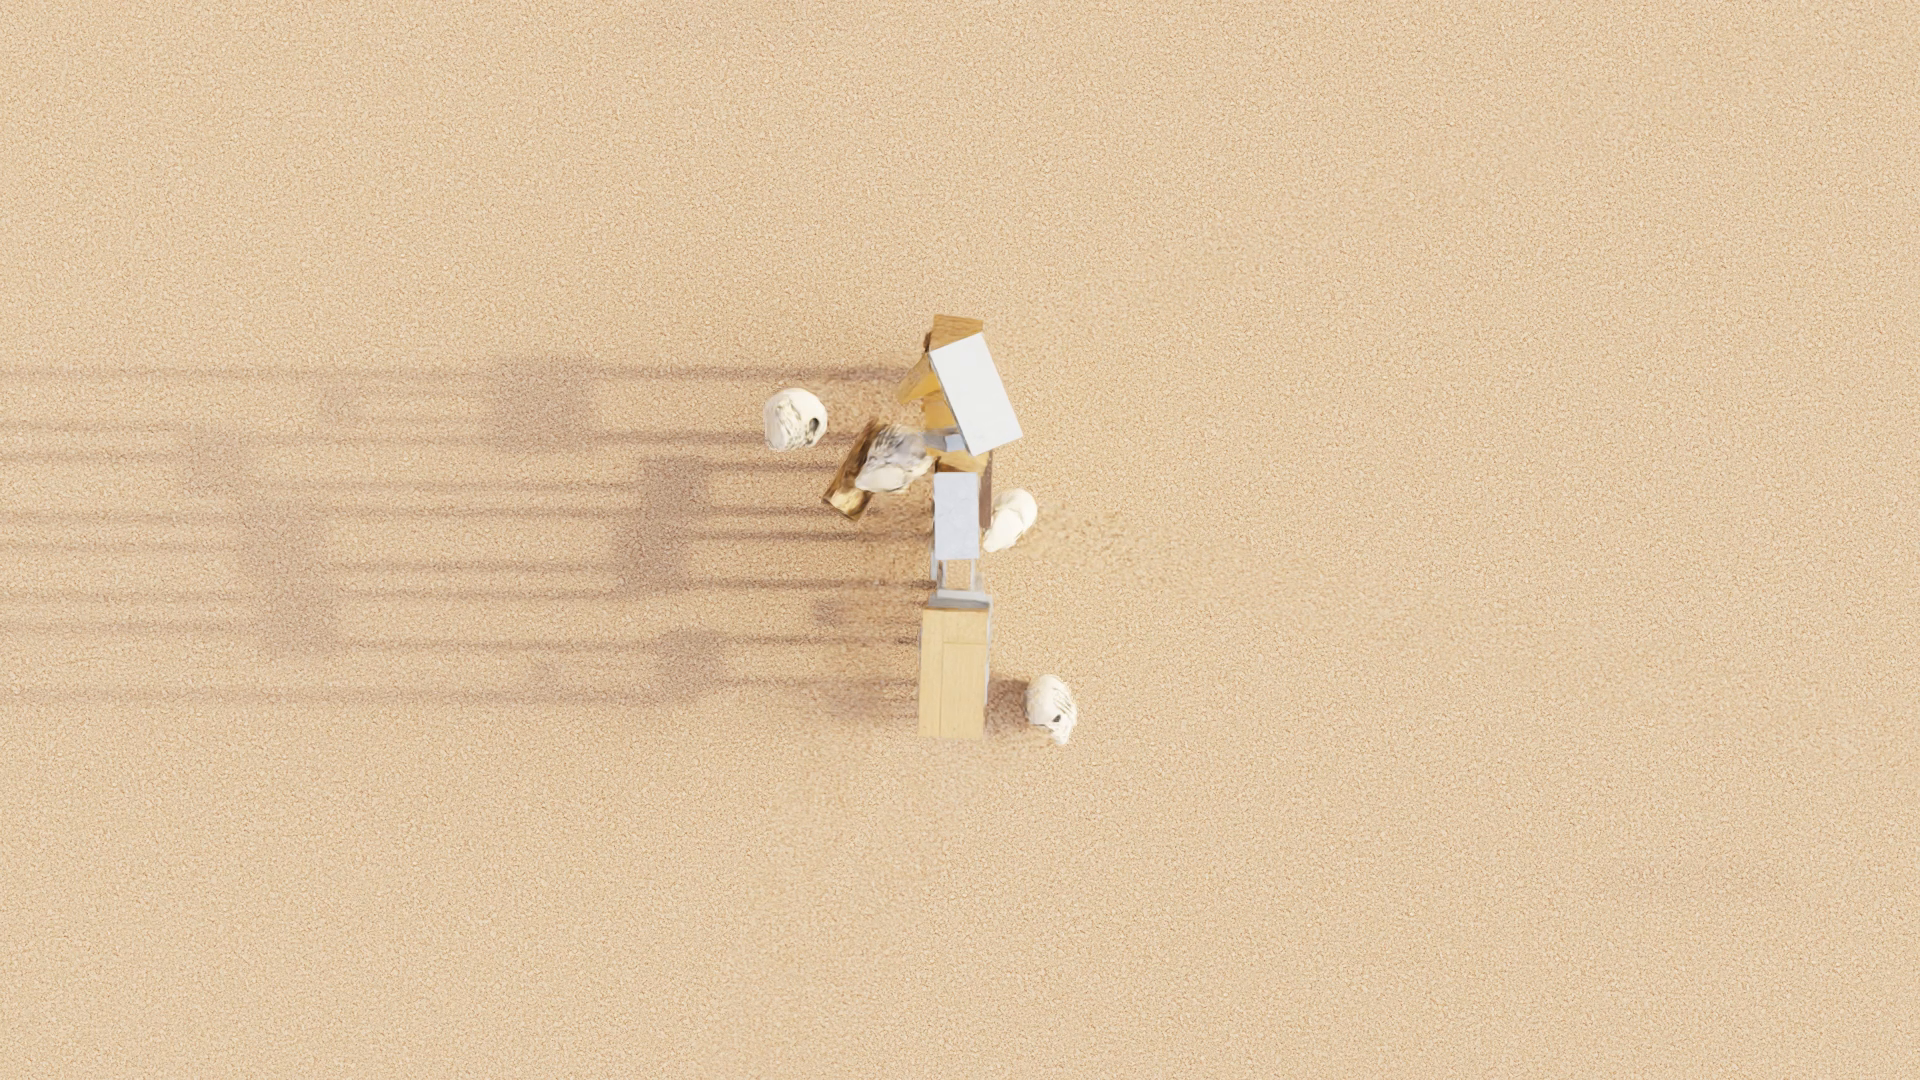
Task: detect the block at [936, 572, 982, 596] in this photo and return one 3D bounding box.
[{"bbox_3d":[0.000,0.138,4.462,0.120,0.329,0.034,3,101,0],"label":"block"}]

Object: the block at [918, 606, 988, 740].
[{"bbox_3d":[-0.016,0.318,3.952,0.154,0.044,0.309,3,99,1],"label":"block"}]

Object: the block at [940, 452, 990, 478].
[{"bbox_3d":[0.018,-0.241,4.396,0.117,0.234,0.033,21,112,-3],"label":"block"}]

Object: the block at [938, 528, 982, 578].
[{"bbox_3d":[0.001,0.056,4.640,0.124,0.035,0.248,1,94,0],"label":"block"}]

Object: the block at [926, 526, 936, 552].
[{"bbox_3d":[-0.024,-0.001,4.779,0.124,0.247,0.035,10,76,-3],"label":"block"}]

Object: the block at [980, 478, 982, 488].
[{"bbox_3d":[0.013,-0.159,4.426,0.081,0.161,0.023,0,96,-3],"label":"block"}]

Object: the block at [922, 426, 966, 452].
[{"bbox_3d":[0.001,-0.258,4.110,0.135,0.270,0.038,-11,99,-12],"label":"block"}]

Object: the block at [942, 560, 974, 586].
[{"bbox_3d":[-0.002,0.037,4.437,0.084,0.024,0.168,3,96,0],"label":"block"}]

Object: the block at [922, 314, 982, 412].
[{"bbox_3d":[-0.022,-0.482,4.571,0.135,0.038,0.270,7,88,3],"label":"block"}]

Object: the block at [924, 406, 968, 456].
[{"bbox_3d":[-0.033,-0.290,4.342,0.117,0.234,0.033,-4,120,0],"label":"block"}]

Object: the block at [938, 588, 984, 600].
[{"bbox_3d":[-0.004,0.247,4.295,0.120,0.034,0.239,4,99,0],"label":"block"}]

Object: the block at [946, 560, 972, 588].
[{"bbox_3d":[-0.003,0.061,4.289,0.064,0.018,0.128,2,97,0],"label":"block"}]

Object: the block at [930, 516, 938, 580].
[{"bbox_3d":[-0.015,-0.013,4.932,0.135,0.038,0.271,2,91,0],"label":"block"}]

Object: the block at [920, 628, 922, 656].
[{"bbox_3d":[-0.020,0.414,4.947,0.171,0.669,0.048,0,65,2],"label":"block"}]

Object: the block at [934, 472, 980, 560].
[{"bbox_3d":[-0.008,-0.059,4.081,0.107,0.030,0.213,-1,88,3],"label":"block"}]

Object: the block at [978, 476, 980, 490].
[{"bbox_3d":[-0.006,-0.141,4.207,0.107,0.213,0.030,1,96,3],"label":"block"}]

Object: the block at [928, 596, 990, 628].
[{"bbox_3d":[-0.004,0.188,4.111,0.154,0.309,0.044,5,96,1],"label":"block"}]

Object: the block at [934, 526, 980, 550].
[{"bbox_3d":[-0.005,-0.006,4.203,0.107,0.213,0.030,3,100,2],"label":"block"}]

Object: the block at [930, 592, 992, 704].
[{"bbox_3d":[-0.002,0.303,4.611,0.171,0.048,0.341,2,121,-1],"label":"block"}]

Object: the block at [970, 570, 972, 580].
[{"bbox_3d":[-0.002,0.091,4.366,0.064,0.128,0.018,-2,97,0],"label":"block"}]

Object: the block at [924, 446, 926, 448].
[{"bbox_3d":[-0.014,-0.443,5.152,0.162,0.046,0.324,6,90,0],"label":"block"}]

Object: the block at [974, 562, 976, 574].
[{"bbox_3d":[0.000,0.079,4.539,0.084,0.168,0.024,1,92,0],"label":"block"}]

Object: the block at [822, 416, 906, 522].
[{"bbox_3d":[-0.264,-0.195,4.562,0.117,0.033,0.273,38,78,-39],"label":"block"}]

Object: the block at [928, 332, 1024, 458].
[{"bbox_3d":[0.037,-0.347,3.965,0.135,0.038,0.270,-22,90,-11],"label":"block"}]

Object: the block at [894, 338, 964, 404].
[{"bbox_3d":[-0.065,-0.421,4.123,0.135,0.270,0.038,-25,84,-23],"label":"block"}]

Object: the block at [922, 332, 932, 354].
[{"bbox_3d":[-0.020,-0.540,4.859,0.135,0.532,0.038,15,90,3],"label":"block"}]

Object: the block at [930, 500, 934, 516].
[{"bbox_3d":[-0.001,-0.092,4.726,0.152,0.352,0.043,1,89,-4],"label":"block"}]

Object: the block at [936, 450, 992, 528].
[{"bbox_3d":[0.011,-0.187,4.531,0.152,0.043,0.304,1,89,-3],"label":"block"}]
